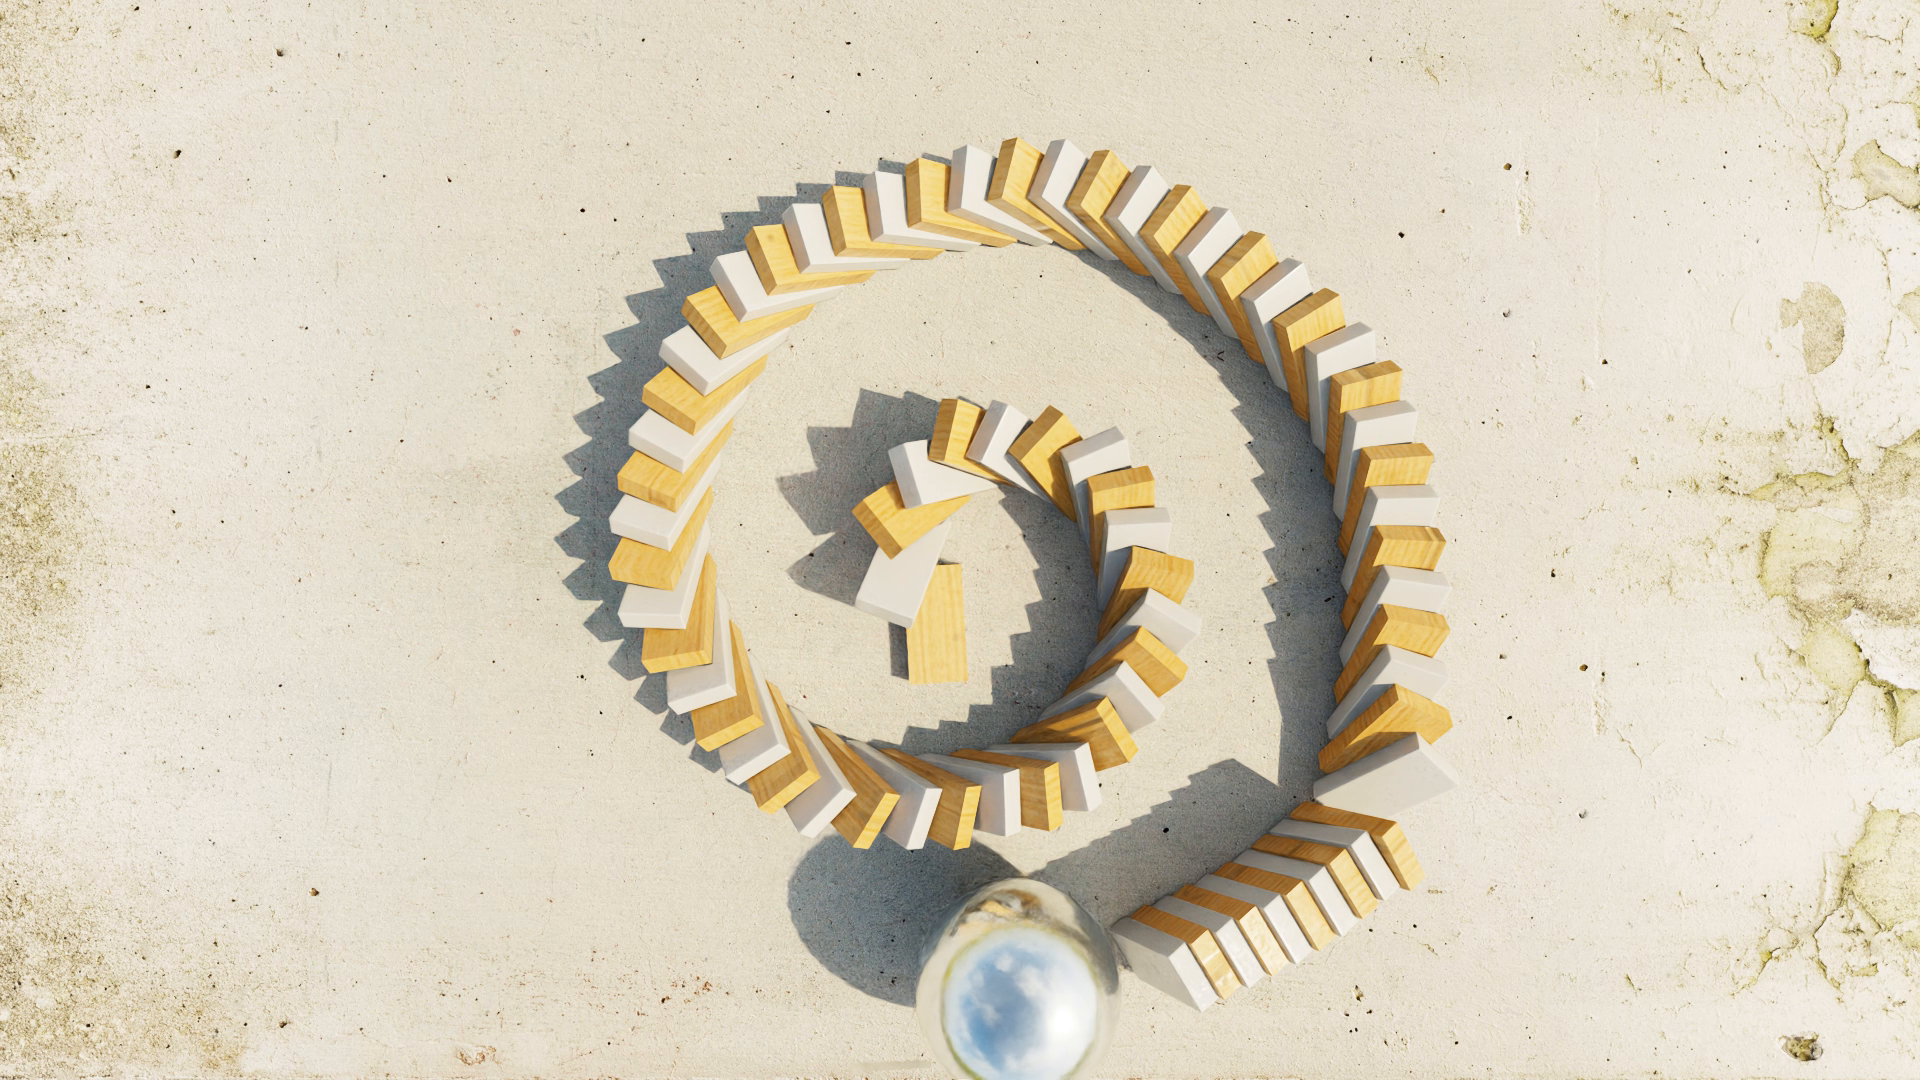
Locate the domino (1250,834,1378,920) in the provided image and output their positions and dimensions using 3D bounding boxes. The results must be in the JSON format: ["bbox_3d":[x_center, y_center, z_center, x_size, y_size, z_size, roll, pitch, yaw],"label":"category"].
[{"bbox_3d":[0.144,0.137,0.375,0.009,0.050,0.025,-31,90,-21],"label":"domino"}]

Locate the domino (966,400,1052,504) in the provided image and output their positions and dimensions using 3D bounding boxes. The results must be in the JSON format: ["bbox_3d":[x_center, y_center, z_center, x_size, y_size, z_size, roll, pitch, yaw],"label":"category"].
[{"bbox_3d":[0.026,-0.036,0.379,0.010,0.050,0.025,25,90,43],"label":"domino"}]

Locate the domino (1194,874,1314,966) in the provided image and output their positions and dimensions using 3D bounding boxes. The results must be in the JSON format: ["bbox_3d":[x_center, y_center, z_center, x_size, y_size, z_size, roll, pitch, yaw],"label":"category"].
[{"bbox_3d":[0.118,0.154,0.375,0.009,0.050,0.025,-31,90,-21],"label":"domino"}]

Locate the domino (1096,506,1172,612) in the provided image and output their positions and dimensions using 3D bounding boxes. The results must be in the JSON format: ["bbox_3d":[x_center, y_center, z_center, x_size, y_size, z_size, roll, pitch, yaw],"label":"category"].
[{"bbox_3d":[0.071,0.009,0.379,0.025,0.009,0.050,-3,134,0],"label":"domino"}]

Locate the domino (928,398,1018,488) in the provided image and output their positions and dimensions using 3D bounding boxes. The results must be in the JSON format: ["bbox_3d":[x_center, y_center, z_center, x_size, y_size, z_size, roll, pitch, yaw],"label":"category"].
[{"bbox_3d":[0.010,-0.039,0.379,0.010,0.050,0.025,12,89,44],"label":"domino"}]

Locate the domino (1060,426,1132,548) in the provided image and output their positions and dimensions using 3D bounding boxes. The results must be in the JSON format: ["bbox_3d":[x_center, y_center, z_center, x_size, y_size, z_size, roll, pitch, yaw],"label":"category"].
[{"bbox_3d":[0.059,-0.021,0.379,0.025,0.009,0.050,-23,135,-2],"label":"domino"}]

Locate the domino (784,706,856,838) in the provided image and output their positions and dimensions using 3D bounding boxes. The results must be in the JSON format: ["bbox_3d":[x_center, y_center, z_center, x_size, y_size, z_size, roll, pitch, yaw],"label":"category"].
[{"bbox_3d":[-0.066,0.095,0.380,0.025,0.010,0.050,-45,50,0],"label":"domino"}]

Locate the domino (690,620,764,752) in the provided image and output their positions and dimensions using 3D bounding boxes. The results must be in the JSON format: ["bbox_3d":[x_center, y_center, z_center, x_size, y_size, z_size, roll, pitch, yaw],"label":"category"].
[{"bbox_3d":[-0.100,0.060,0.381,0.025,0.009,0.050,-26,51,0],"label":"domino"}]

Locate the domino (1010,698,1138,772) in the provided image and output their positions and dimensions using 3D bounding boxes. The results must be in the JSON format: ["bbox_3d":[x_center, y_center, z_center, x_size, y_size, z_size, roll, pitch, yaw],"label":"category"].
[{"bbox_3d":[0.046,0.085,0.380,0.050,0.010,0.025,-31,90,41],"label":"domino"}]

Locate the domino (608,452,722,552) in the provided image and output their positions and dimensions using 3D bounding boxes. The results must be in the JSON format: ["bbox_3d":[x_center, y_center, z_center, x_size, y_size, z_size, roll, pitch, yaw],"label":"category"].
[{"bbox_3d":[-0.121,-0.021,0.381,0.025,0.010,0.050,18,51,1],"label":"domino"}]

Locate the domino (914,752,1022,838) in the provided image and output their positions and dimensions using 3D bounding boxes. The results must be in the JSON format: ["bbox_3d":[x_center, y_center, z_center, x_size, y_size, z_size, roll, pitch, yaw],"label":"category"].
[{"bbox_3d":[0.002,0.105,0.380,0.050,0.009,0.025,-2,90,41],"label":"domino"}]

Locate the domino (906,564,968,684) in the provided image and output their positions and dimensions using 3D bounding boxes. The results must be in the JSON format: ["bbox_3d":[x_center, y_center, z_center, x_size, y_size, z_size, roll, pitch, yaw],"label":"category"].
[{"bbox_3d":[-0.010,0.036,0.395,0.025,0.009,0.050,-3,90,0],"label":"domino"}]

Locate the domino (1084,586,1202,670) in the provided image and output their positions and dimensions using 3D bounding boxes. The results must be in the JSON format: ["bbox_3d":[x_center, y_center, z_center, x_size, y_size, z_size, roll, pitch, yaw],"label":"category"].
[{"bbox_3d":[0.075,0.044,0.380,0.025,0.009,0.050,31,132,-1],"label":"domino"}]

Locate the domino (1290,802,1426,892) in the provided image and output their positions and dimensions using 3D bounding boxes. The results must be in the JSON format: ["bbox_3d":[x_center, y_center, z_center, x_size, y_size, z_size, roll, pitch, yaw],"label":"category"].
[{"bbox_3d":[0.161,0.124,0.374,0.009,0.050,0.025,-31,96,-22],"label":"domino"}]

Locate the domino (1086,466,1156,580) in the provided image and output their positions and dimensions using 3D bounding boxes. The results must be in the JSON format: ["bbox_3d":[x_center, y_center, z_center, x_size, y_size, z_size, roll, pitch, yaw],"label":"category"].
[{"bbox_3d":[0.067,-0.006,0.379,0.025,0.010,0.050,-11,134,-1],"label":"domino"}]

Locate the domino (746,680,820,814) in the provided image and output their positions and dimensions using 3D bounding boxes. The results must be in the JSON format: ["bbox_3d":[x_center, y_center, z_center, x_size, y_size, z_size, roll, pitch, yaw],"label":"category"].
[{"bbox_3d":[-0.079,0.085,0.381,0.025,0.010,0.050,-37,51,0],"label":"domino"}]

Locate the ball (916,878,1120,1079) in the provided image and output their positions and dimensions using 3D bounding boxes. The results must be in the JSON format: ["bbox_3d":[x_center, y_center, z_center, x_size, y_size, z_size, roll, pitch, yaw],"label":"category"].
[{"bbox_3d":[0.022,0.175,0.360,0.080,0.080,0.080,0,90,0],"label":"ball"}]

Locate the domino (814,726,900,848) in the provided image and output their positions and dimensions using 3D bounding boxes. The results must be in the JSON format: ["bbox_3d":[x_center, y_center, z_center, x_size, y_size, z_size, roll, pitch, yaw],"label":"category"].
[{"bbox_3d":[-0.049,0.102,0.380,0.050,0.010,0.025,31,90,40],"label":"domino"}]

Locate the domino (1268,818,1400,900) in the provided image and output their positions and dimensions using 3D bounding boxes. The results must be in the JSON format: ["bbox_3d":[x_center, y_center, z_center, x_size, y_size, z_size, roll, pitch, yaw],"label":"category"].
[{"bbox_3d":[0.152,0.130,0.375,0.010,0.050,0.025,-31,90,-22],"label":"domino"}]

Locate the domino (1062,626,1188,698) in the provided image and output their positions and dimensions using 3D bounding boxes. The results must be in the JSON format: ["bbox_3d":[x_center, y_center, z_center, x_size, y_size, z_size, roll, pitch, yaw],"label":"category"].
[{"bbox_3d":[0.068,0.059,0.380,0.025,0.010,0.050,41,131,-1],"label":"domino"}]

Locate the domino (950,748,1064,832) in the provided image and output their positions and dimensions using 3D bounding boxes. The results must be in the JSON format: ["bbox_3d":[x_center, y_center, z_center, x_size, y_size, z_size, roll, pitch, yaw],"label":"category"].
[{"bbox_3d":[0.018,0.103,0.379,0.050,0.010,0.025,-3,94,41],"label":"domino"}]

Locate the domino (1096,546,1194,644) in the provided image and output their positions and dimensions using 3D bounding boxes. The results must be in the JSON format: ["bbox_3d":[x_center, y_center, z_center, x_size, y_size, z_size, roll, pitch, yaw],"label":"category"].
[{"bbox_3d":[0.076,0.026,0.379,0.025,0.009,0.050,14,133,0],"label":"domino"}]

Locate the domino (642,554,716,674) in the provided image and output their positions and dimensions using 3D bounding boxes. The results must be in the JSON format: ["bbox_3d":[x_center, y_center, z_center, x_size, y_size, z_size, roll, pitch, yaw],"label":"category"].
[{"bbox_3d":[-0.116,0.030,0.380,0.025,0.009,0.050,-10,50,0],"label":"domino"}]

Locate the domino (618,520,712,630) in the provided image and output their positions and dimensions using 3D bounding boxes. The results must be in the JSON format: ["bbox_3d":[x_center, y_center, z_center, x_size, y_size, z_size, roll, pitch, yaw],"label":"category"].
[{"bbox_3d":[-0.122,0.013,0.380,0.025,0.010,0.050,2,51,1],"label":"domino"}]

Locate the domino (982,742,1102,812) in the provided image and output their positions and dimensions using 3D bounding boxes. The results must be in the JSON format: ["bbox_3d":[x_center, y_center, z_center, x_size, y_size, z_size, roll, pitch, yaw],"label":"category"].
[{"bbox_3d":[0.033,0.098,0.380,0.050,0.010,0.025,-13,91,42],"label":"domino"}]

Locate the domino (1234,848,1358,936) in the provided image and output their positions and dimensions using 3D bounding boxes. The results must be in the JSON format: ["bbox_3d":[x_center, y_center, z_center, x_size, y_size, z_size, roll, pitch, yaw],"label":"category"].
[{"bbox_3d":[0.136,0.143,0.375,0.010,0.050,0.025,-31,90,-21],"label":"domino"}]

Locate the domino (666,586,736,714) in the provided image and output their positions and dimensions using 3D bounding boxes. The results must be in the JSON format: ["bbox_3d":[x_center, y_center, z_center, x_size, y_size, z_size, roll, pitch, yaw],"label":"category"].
[{"bbox_3d":[-0.109,0.045,0.381,0.025,0.010,0.050,-18,51,0],"label":"domino"}]

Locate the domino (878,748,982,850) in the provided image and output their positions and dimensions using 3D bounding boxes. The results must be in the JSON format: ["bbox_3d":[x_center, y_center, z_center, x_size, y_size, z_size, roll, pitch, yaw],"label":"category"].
[{"bbox_3d":[-0.016,0.106,0.380,0.050,0.010,0.025,12,90,40],"label":"domino"}]

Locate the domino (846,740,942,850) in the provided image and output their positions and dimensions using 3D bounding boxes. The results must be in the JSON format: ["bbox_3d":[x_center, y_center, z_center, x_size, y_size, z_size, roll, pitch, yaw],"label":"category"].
[{"bbox_3d":[-0.032,0.105,0.380,0.050,0.010,0.025,19,90,41],"label":"domino"}]

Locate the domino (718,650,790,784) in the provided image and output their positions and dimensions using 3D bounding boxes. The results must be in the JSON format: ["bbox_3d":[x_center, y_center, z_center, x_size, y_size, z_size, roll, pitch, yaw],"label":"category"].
[{"bbox_3d":[-0.090,0.073,0.381,0.025,0.010,0.050,-32,51,0],"label":"domino"}]

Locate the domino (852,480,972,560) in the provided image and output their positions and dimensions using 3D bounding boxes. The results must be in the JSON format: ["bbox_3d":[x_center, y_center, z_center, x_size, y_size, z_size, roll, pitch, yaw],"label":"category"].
[{"bbox_3d":[-0.019,-0.015,0.379,0.025,0.050,0.009,51,134,0],"label":"domino"}]

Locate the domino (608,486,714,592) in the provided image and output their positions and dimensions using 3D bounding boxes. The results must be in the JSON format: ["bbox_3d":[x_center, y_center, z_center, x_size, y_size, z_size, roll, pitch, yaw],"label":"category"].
[{"bbox_3d":[-0.123,-0.004,0.380,0.025,0.010,0.050,11,51,1],"label":"domino"}]

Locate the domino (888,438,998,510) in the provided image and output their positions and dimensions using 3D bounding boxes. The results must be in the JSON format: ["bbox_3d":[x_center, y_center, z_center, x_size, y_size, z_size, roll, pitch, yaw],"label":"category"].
[{"bbox_3d":[-0.006,-0.029,0.378,0.009,0.050,0.025,-17,90,40],"label":"domino"}]

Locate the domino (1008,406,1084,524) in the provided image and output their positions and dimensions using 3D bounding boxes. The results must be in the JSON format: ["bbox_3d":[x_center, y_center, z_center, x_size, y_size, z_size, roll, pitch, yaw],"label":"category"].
[{"bbox_3d":[0.043,-0.031,0.379,0.025,0.050,0.010,-47,46,0],"label":"domino"}]

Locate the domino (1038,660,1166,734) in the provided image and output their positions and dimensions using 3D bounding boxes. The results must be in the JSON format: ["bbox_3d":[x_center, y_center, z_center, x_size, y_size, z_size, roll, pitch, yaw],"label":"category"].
[{"bbox_3d":[0.058,0.072,0.380,0.025,0.010,0.050,48,131,0],"label":"domino"}]

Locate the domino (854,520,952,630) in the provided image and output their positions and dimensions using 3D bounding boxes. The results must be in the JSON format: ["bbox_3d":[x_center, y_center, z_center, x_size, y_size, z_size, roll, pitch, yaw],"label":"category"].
[{"bbox_3d":[-0.023,0.010,0.383,0.025,0.009,0.050,20,57,0],"label":"domino"}]

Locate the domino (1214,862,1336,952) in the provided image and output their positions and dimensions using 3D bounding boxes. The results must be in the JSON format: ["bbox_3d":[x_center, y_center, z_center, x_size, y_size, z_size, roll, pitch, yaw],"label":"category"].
[{"bbox_3d":[0.127,0.149,0.375,0.009,0.050,0.025,-31,90,-21],"label":"domino"}]
